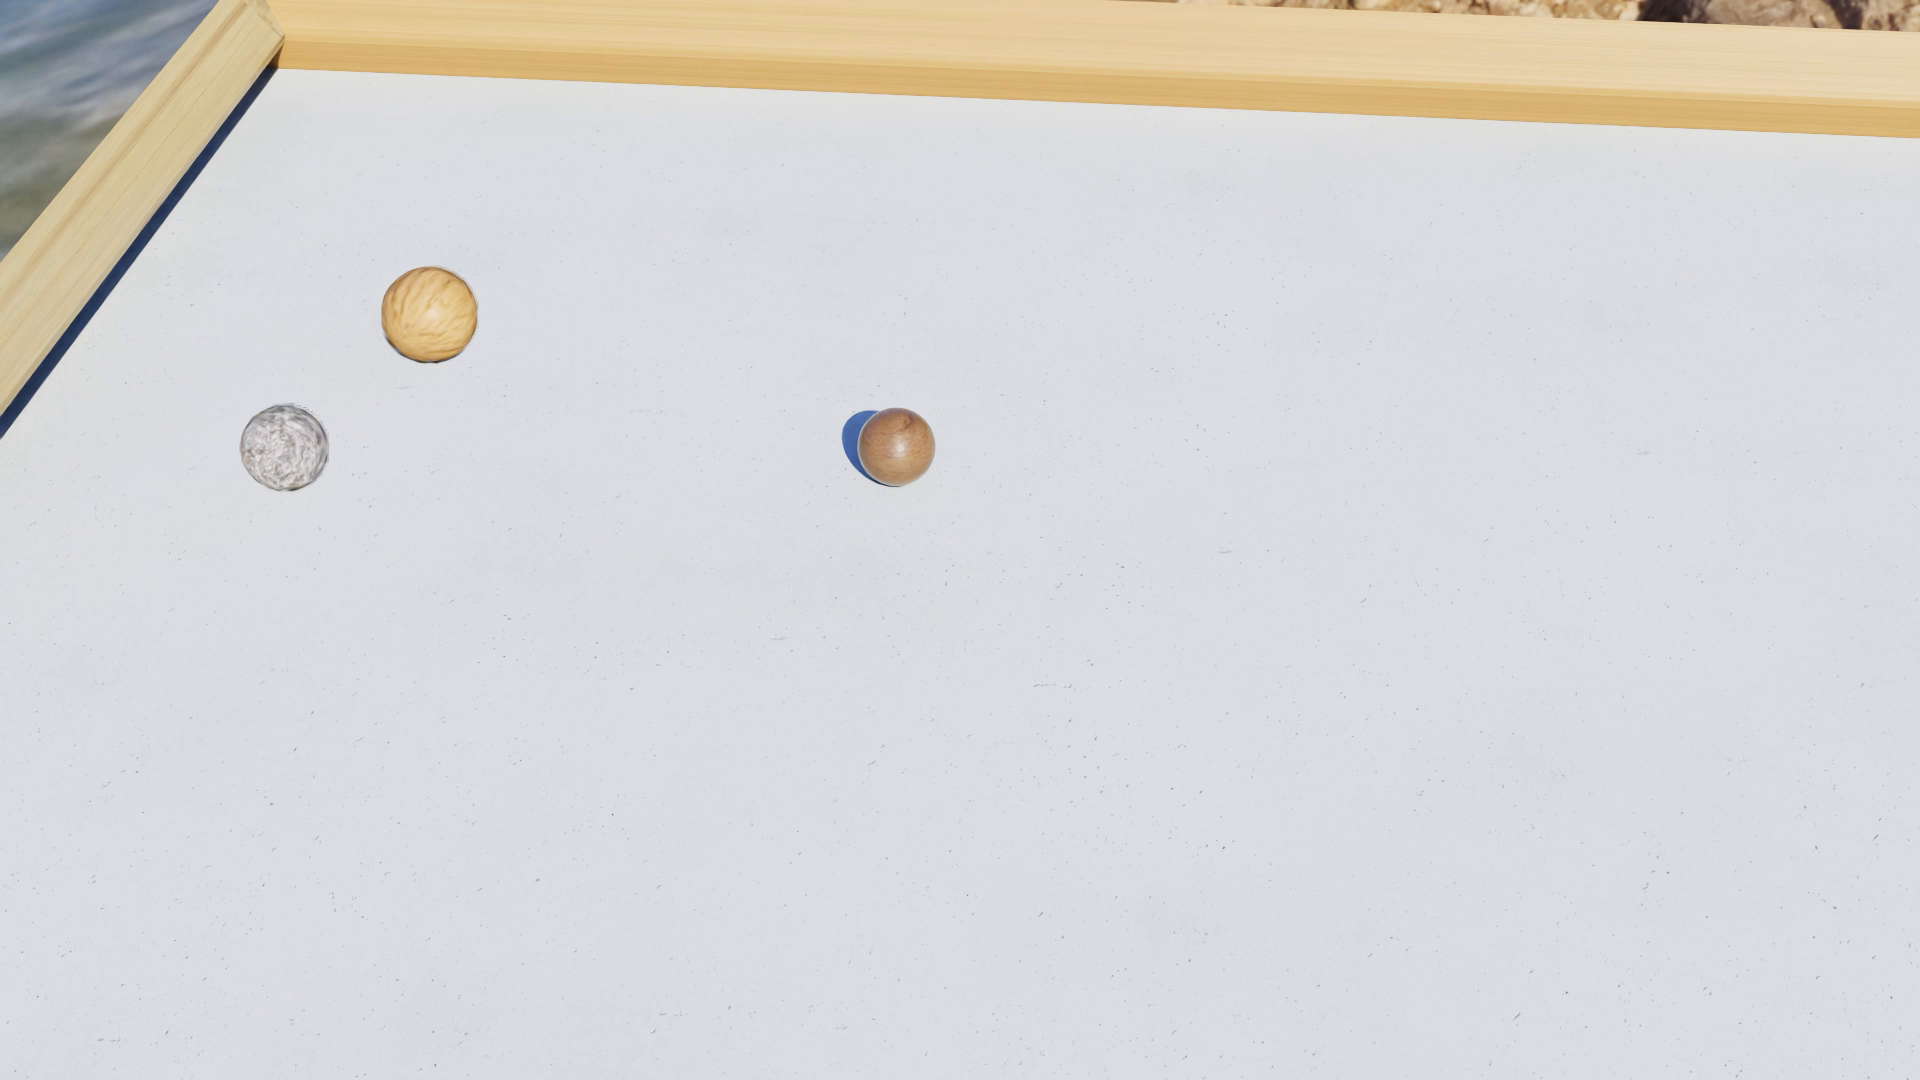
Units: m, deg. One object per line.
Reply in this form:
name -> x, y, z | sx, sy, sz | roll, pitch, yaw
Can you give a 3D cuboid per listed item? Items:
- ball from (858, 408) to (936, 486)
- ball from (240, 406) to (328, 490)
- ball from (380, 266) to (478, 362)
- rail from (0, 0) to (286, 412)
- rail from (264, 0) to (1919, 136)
ball -> -0.049, -0.072, 1.975 | 0.061, 0.061, 0.061 | 0, 35, 0
ball -> -0.519, -0.071, 1.968 | 0.066, 0.066, 0.066 | 0, 35, 0
ball -> -0.439, -0.186, 2.123 | 0.079, 0.079, 0.079 | 0, 35, 0
rail -> -0.767, -0.060, 1.916 | 0.045, 0.107, 1.634 | 3, 35, 5
rail -> 0.868, -0.424, 2.437 | 3.177, 0.107, 0.045 | 3, 35, 5
